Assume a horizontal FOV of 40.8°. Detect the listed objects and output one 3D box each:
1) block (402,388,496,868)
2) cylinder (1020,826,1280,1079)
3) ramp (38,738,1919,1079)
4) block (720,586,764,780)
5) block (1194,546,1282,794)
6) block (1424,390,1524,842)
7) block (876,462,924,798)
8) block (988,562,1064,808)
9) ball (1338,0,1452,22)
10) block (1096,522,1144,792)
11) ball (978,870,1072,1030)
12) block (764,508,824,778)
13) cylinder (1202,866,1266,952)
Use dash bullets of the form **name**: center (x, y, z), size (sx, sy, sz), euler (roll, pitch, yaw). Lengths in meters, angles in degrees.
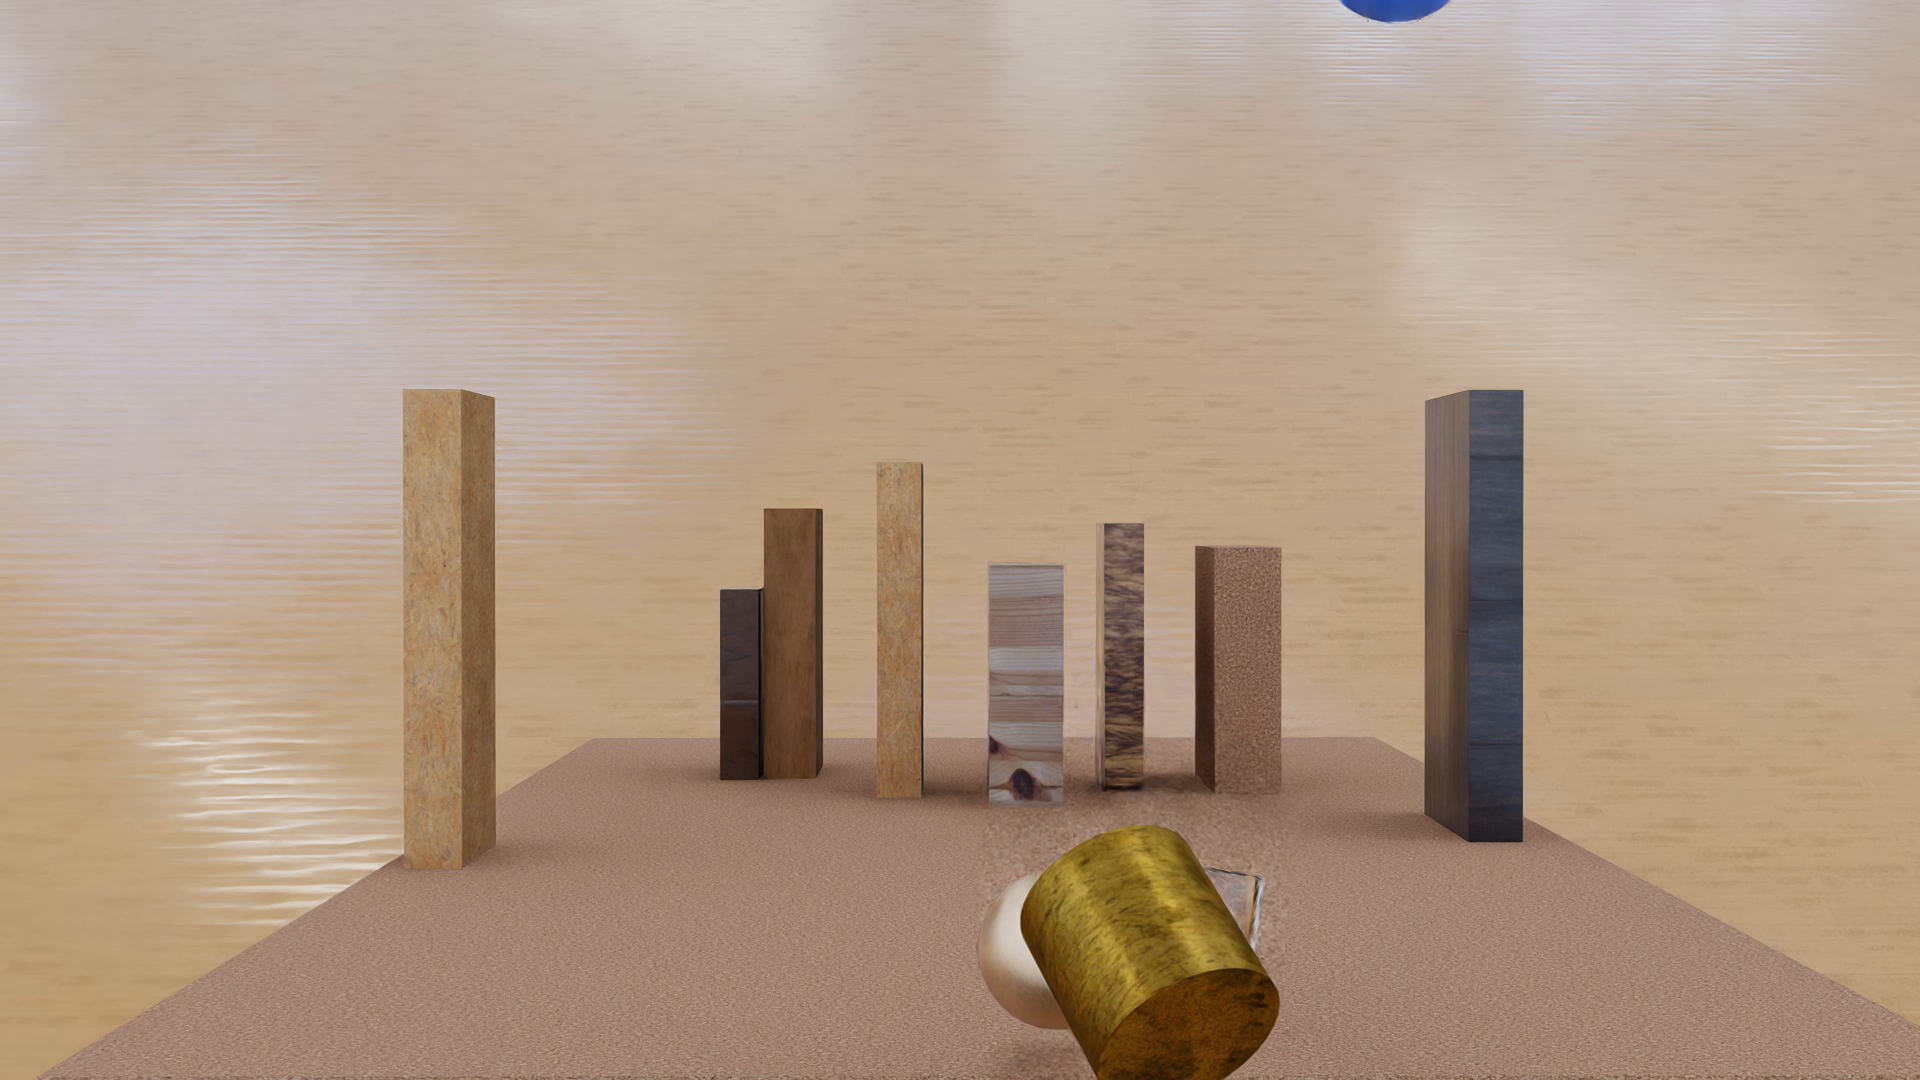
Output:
- **block**: center (-0.849, 0.142, 4.311), size (0.094, 0.772, 0.304), euler (0, 1, 0)
- **cylinder**: center (0.182, 0.412, 2.510), size (0.190, 0.190, 0.190), euler (-11, 43, -19)
- **ramp**: center (0.064, 0.574, 4.618), size (2.000, 0.100, 4.000), euler (0, 1, 0)
- **block**: center (-0.475, 0.310, 5.694), size (0.082, 0.410, 0.279), euler (0, 1, 0)
- **block**: center (0.587, 0.265, 5.492), size (0.136, 0.502, 0.439), euler (0, 1, 0)
- **block**: center (0.930, 0.130, 4.698), size (0.094, 0.786, 0.425), euler (0, 1, 0)
- **block**: center (-0.123, 0.180, 5.368), size (0.090, 0.676, 0.324), euler (0, 1, 0)
- **block**: center (0.129, 0.283, 5.208), size (0.144, 0.472, 0.373), euler (0, 1, 0)
- **ball**: center (0.395, -0.545, 2.339), size (0.151, 0.151, 0.151), euler (0, 28, 0)
- **block**: center (0.338, 0.240, 5.476), size (0.082, 0.552, 0.318), euler (0, 1, 0)
- **ball**: center (0.101, 0.429, 2.710), size (0.165, 0.165, 0.165), euler (0, 28, 0)
- **block**: center (-0.368, 0.222, 5.739), size (0.112, 0.584, 0.310), euler (0, 1, 0)
- **cylinder**: center (0.277, 0.456, 3.028), size (0.143, 0.143, 0.143), euler (9, -5, 1)
